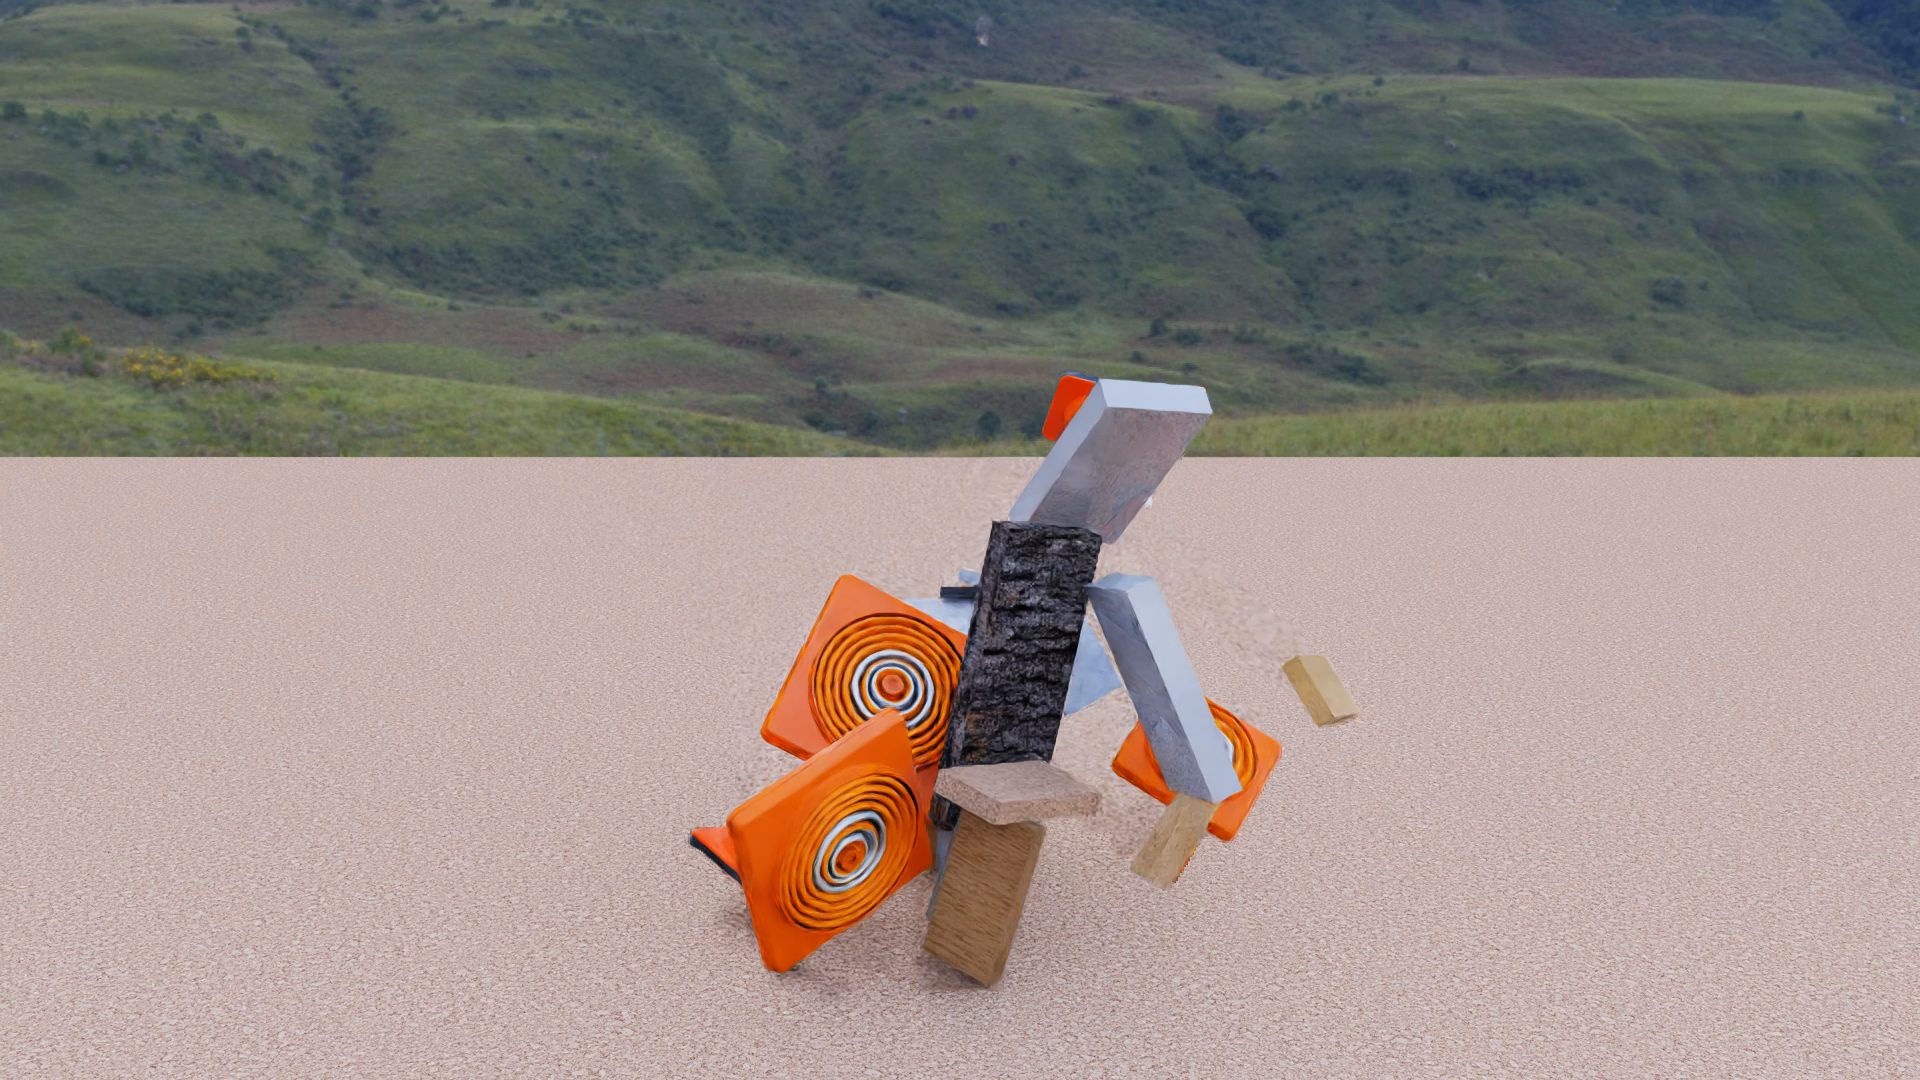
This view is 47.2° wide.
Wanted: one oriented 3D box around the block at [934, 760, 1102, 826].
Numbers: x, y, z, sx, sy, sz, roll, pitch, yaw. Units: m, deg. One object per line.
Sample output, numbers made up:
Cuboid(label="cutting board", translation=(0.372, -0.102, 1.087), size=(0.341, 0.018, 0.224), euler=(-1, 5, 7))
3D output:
Cuboid(label="block", translation=(0.090, 0.380, 3.317), size=(0.125, 0.035, 0.249), euler=(25, 14, 38))

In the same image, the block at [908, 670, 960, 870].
Cuboid(label="block", translation=(0.000, 0.387, 3.791), size=(0.176, 0.352, 0.050), euler=(-1, 7, -4))

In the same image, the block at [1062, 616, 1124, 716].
Cuboid(label="block", translation=(0.174, 0.178, 3.747), size=(0.110, 0.221, 0.031), euler=(-29, -2, -4))

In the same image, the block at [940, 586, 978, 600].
Cuboid(label="block", translation=(0.022, 0.102, 4.092), size=(0.076, 0.022, 0.152), euler=(-2, -6, 15))

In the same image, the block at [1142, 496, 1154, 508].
Cuboid(label="block", translation=(0.292, -0.053, 4.275), size=(0.152, 0.022, 0.076), euler=(-21, -4, 30))

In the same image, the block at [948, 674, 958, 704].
Cuboid(label="block", translation=(0.019, 0.284, 3.681), size=(0.065, 0.130, 0.018), euler=(-6, -28, 1))

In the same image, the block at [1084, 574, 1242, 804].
Cuboid(label="block", translation=(0.315, 0.228, 3.430), size=(0.051, 0.359, 0.180), euler=(-25, 8, -15))

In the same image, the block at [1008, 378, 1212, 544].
Cuboid(label="block", translation=(0.229, -0.116, 3.425), size=(0.180, 0.051, 0.359), euler=(2, -34, -24))

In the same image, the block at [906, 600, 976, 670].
Cuboid(label="block", translation=(-0.004, 0.165, 3.885), size=(0.176, 0.050, 0.352), euler=(0, 10, -2))

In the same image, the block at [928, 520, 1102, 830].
Cuboid(label="block", translation=(0.087, 0.220, 3.500), size=(0.180, 0.497, 0.051), euler=(5, 14, -34))

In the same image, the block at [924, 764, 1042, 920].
Cuboid(label="block", translation=(0.045, 0.491, 3.446), size=(0.125, 0.249, 0.035), euler=(19, -2, 4))

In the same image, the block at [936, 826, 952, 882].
Cuboid(label="block", translation=(-0.002, 0.521, 3.635), size=(0.073, 0.146, 0.021), euler=(-1, -1, -5))

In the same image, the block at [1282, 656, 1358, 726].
Cuboid(label="block", translation=(0.579, 0.240, 3.530), size=(0.031, 0.110, 0.221), euler=(-33, -13, 16))

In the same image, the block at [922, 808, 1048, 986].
Cuboid(label="block", translation=(0.036, 0.522, 3.284), size=(0.125, 0.249, 0.035), euler=(23, 13, 31))

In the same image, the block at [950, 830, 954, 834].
Cuboid(label="block", translation=(0.017, 0.462, 3.558), size=(0.064, 0.018, 0.129), euler=(11, 11, -7))

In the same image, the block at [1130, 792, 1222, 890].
Cuboid(label="block", translation=(0.368, 0.464, 3.611), size=(0.031, 0.221, 0.110), euler=(31, -2, 31))

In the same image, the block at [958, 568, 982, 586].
Cuboid(label="block", translation=(0.047, 0.074, 4.034), size=(0.076, 0.022, 0.152), euler=(16, 1, 10))
